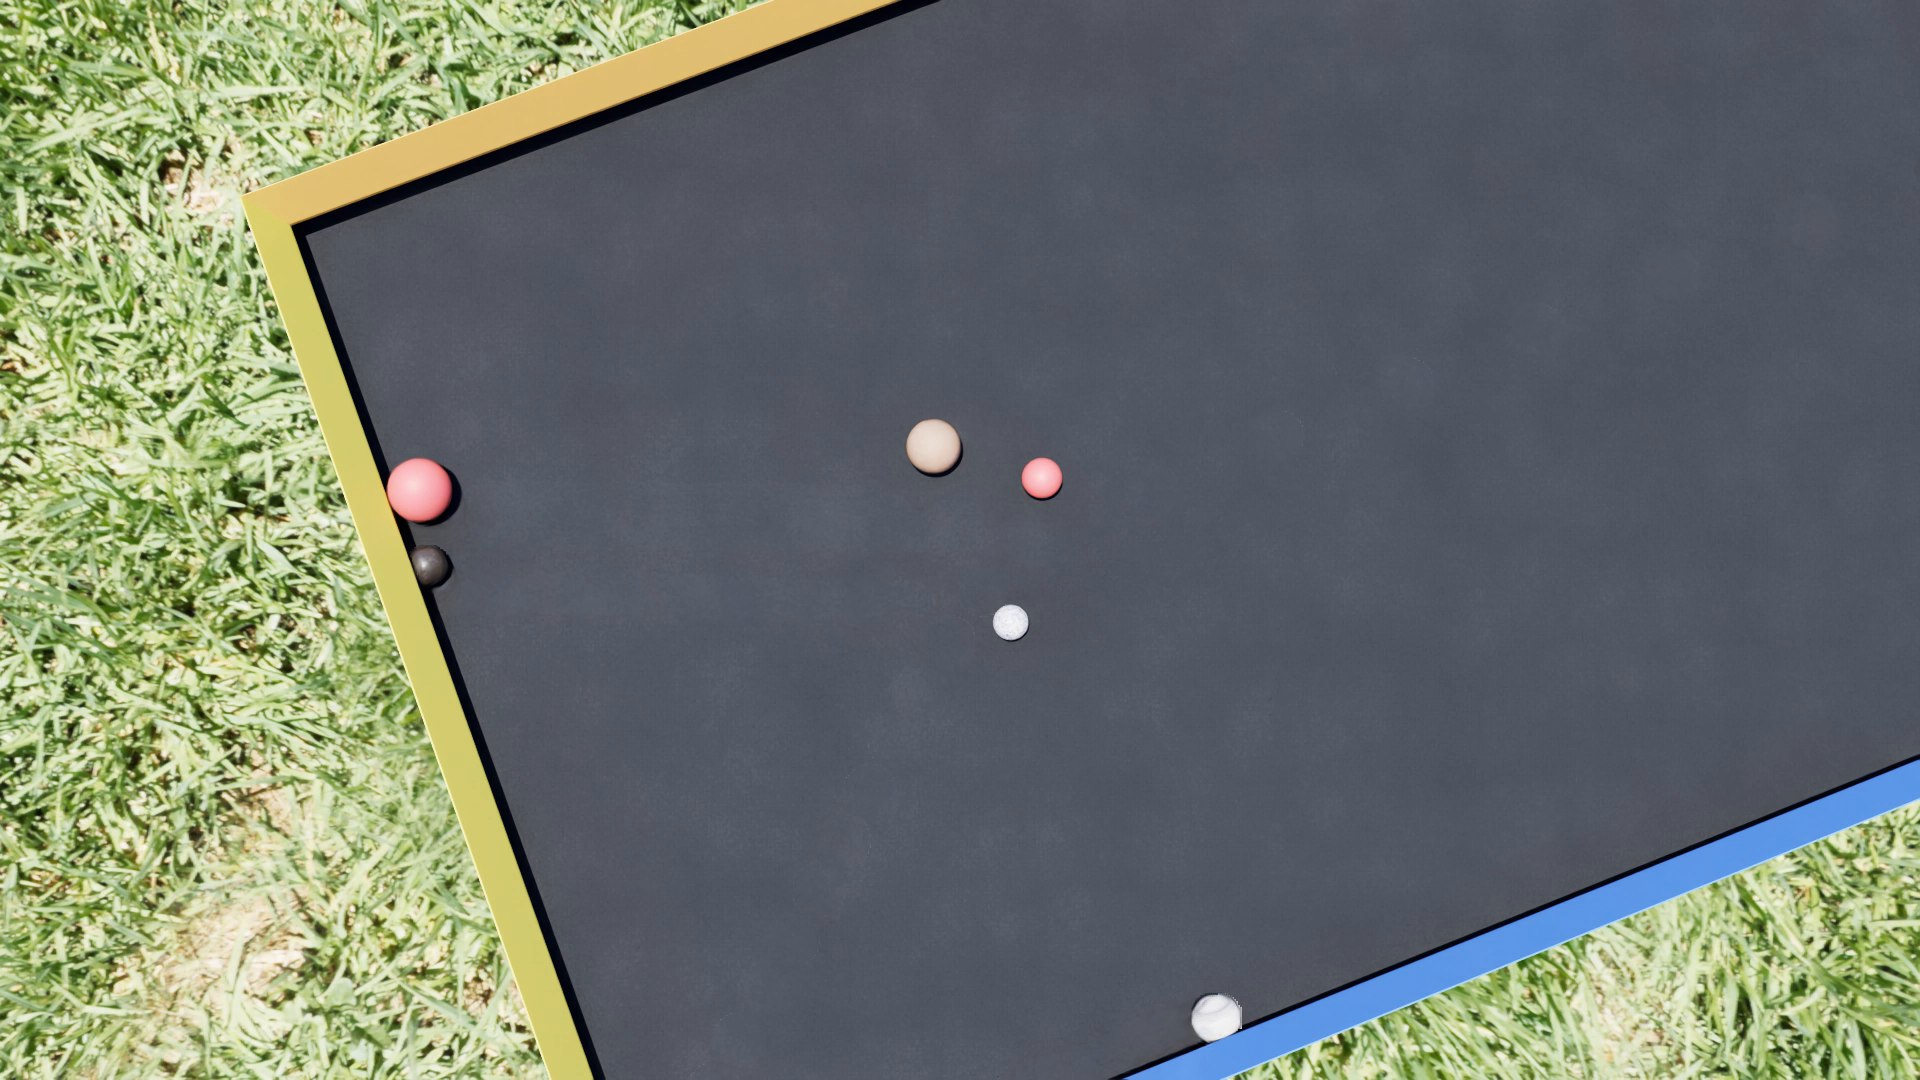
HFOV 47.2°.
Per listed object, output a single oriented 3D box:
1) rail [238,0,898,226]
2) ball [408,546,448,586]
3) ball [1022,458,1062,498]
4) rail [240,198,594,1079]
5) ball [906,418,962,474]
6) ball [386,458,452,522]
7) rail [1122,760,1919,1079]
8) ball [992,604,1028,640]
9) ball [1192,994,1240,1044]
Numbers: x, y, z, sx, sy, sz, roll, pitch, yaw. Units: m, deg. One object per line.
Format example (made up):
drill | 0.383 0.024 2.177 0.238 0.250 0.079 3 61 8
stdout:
rail | 0.457 -1.063 3.407 3.258 0.124 0.045 -21 82 -3
ball | -0.793 0.039 3.271 0.059 0.059 0.059 0 81 0
ball | 0.123 -0.093 3.291 0.061 0.061 0.061 0 81 0
rail | -0.737 0.279 3.201 0.045 0.124 1.712 -21 82 -3
ball | -0.039 -0.140 3.287 0.083 0.083 0.083 0 81 0
ball | -0.803 -0.074 3.270 0.095 0.095 0.095 0 81 0
rail | 1.061 0.470 3.171 3.258 0.124 0.045 -21 82 -3
ball | 0.075 0.122 3.262 0.054 0.054 0.054 0 81 0
ball | 0.369 0.689 3.165 0.071 0.071 0.071 0 81 0
